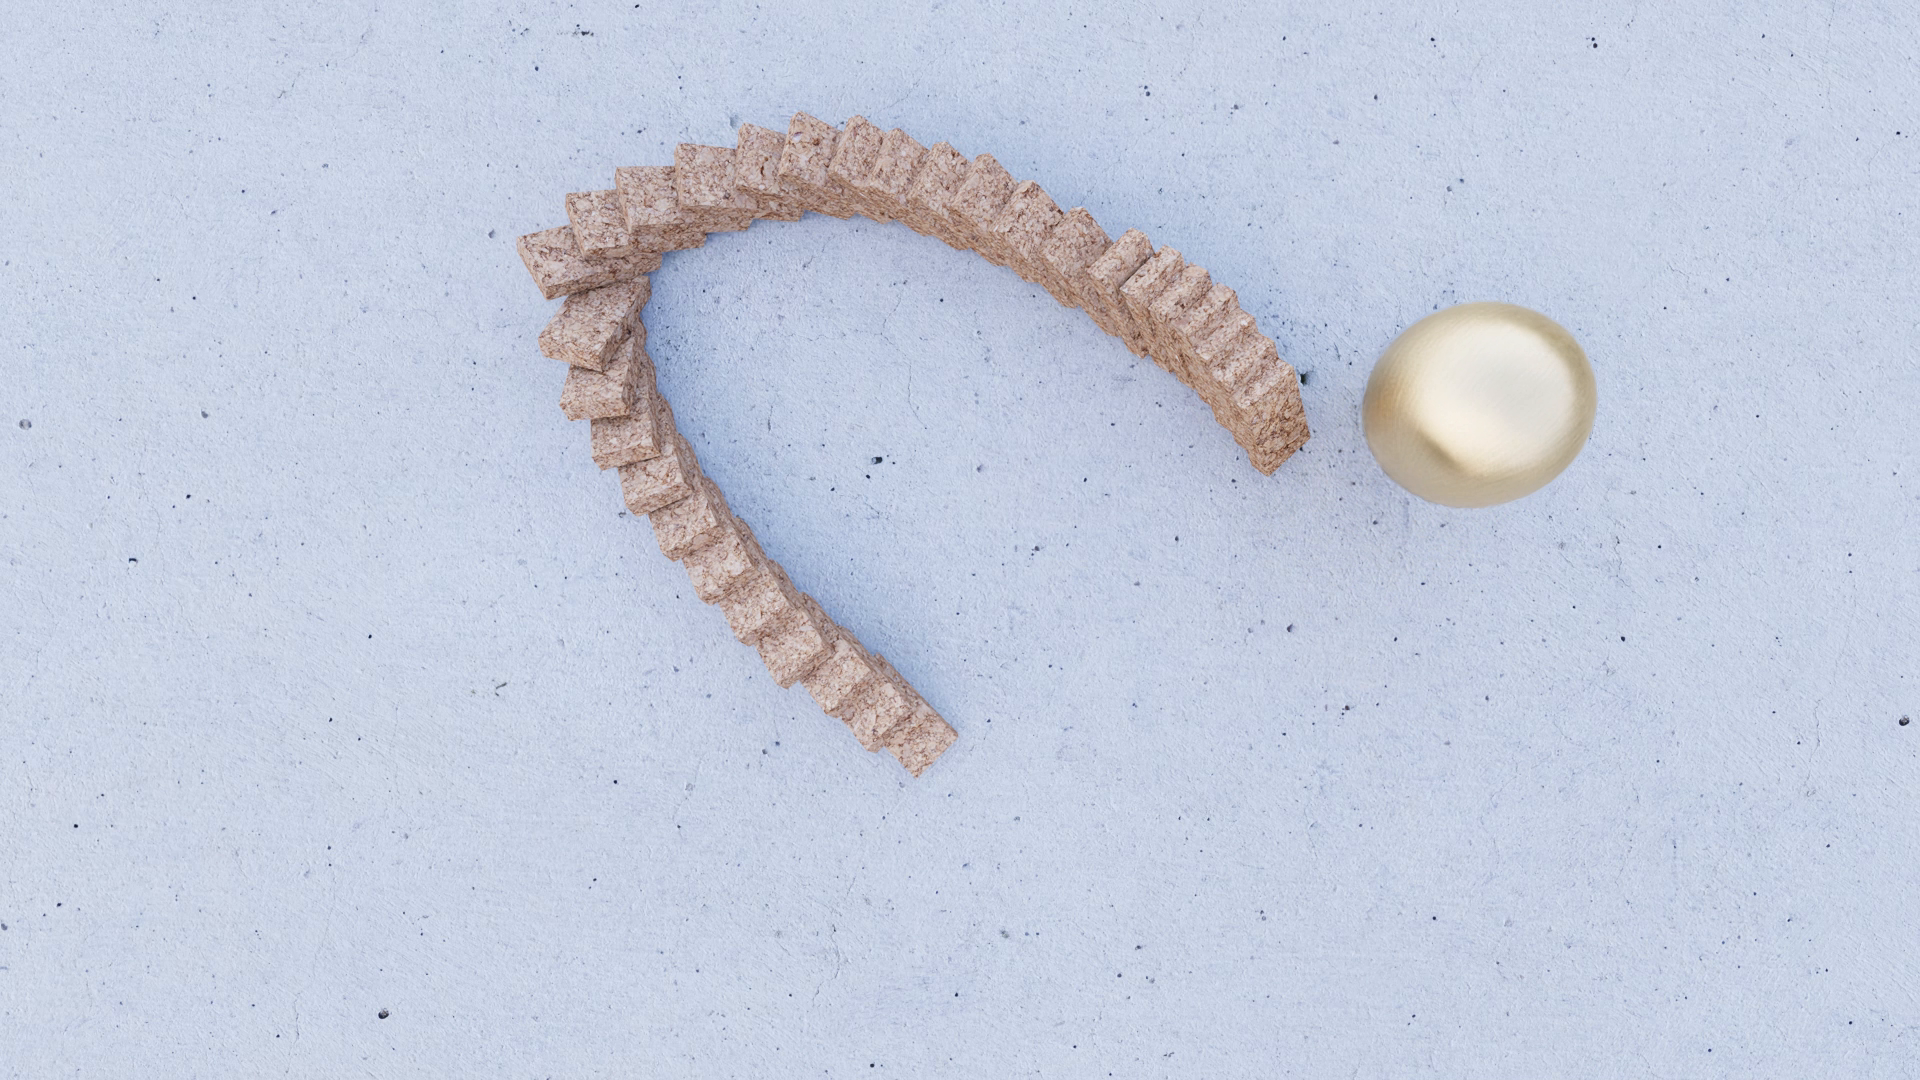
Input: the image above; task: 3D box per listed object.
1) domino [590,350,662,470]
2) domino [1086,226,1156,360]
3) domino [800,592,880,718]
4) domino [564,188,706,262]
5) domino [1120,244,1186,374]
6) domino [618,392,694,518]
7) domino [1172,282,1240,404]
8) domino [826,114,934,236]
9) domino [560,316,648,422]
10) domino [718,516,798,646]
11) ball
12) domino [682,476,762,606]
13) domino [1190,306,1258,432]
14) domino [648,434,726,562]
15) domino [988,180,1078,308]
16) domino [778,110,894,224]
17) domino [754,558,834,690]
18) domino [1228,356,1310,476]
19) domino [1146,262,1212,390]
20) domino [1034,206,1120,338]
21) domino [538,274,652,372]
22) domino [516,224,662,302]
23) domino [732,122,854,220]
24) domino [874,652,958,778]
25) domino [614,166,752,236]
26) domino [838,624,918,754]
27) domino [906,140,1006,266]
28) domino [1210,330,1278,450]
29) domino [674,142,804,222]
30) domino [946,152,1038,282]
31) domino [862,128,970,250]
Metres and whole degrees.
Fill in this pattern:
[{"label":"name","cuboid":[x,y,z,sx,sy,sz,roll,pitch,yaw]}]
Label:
[{"label":"domino","cuboid":[-0.140,-0.055,0.383,0.025,0.010,0.050,-15,59,0]},{"label":"domino","cuboid":[0.073,-0.101,0.378,0.025,0.050,0.009,-45,48,0]},{"label":"domino","cuboid":[-0.059,0.048,0.384,0.025,0.010,0.050,-46,61,-1]},{"label":"domino","cuboid":[-0.135,-0.133,0.383,0.050,0.010,0.025,-18,85,-29]},{"label":"domino","cuboid":[0.085,-0.094,0.378,0.025,0.050,0.009,-45,51,0]},{"label":"domino","cuboid":[-0.130,-0.036,0.384,0.025,0.010,0.050,-23,60,0]},{"label":"domino","cuboid":[0.106,-0.079,0.378,0.025,0.050,0.010,-42,51,0]},{"label":"domino","cuboid":[-0.028,-0.151,0.382,0.050,0.009,0.025,22,90,-34]},{"label":"domino","cuboid":[-0.147,-0.072,0.381,0.025,0.010,0.050,-6,53,2]},{"label":"domino","cuboid":[-0.091,0.017,0.384,0.025,0.009,0.050,-36,63,0]},{"label":"ball","cuboid":[0.201,-0.052,0.360,0.080,0.080,0.080,0,90,0]},{"label":"domino","cuboid":[-0.105,0.000,0.385,0.025,0.010,0.050,-32,63,0]},{"label":"domino","cuboid":[0.113,-0.069,0.378,0.025,0.050,0.009,-42,51,0]},{"label":"domino","cuboid":[-0.119,-0.018,0.385,0.025,0.010,0.050,-28,64,0]},{"label":"domino","cuboid":[0.037,-0.123,0.382,0.050,0.009,0.025,35,90,-33]},{"label":"domino","cuboid":[-0.049,-0.154,0.382,0.050,0.009,0.025,14,88,-33]},{"label":"domino","cuboid":[-0.076,0.035,0.384,0.025,0.009,0.050,-38,61,1]},{"label":"domino","cuboid":[0.128,-0.050,0.378,0.025,0.050,0.009,-43,51,0]},{"label":"domino","cuboid":[0.096,-0.087,0.378,0.025,0.050,0.010,-45,51,0]},{"label":"domino","cuboid":[0.057,-0.111,0.383,0.050,0.009,0.025,39,90,-30]},{"label":"domino","cuboid":[-0.151,-0.094,0.382,0.025,0.010,0.050,15,54,0]},{"label":"domino","cuboid":[-0.154,-0.119,0.382,0.050,0.009,0.025,-28,82,-30]},{"label":"domino","cuboid":[-0.068,-0.154,0.384,0.050,0.009,0.025,6,90,-27]},{"label":"domino","cuboid":[-0.027,0.075,0.395,0.025,0.009,0.050,-45,90,0]},{"label":"domino","cuboid":[-0.115,-0.142,0.383,0.050,0.010,0.025,-14,86,-28]},{"label":"domino","cuboid":[-0.043,0.062,0.383,0.025,0.009,0.050,-46,61,-1]},{"label":"domino","cuboid":[0.005,-0.139,0.382,0.050,0.009,0.025,28,89,-33]},{"label":"domino","cuboid":[0.121,-0.060,0.378,0.025,0.050,0.009,-43,51,0]},{"label":"domino","cuboid":[-0.092,-0.149,0.384,0.050,0.009,0.025,-5,88,-28]},{"label":"domino","cuboid":[0.020,-0.133,0.382,0.050,0.009,0.025,34,86,-33]},{"label":"domino","cuboid":[-0.013,-0.145,0.382,0.050,0.010,0.025,24,89,-34]}]
